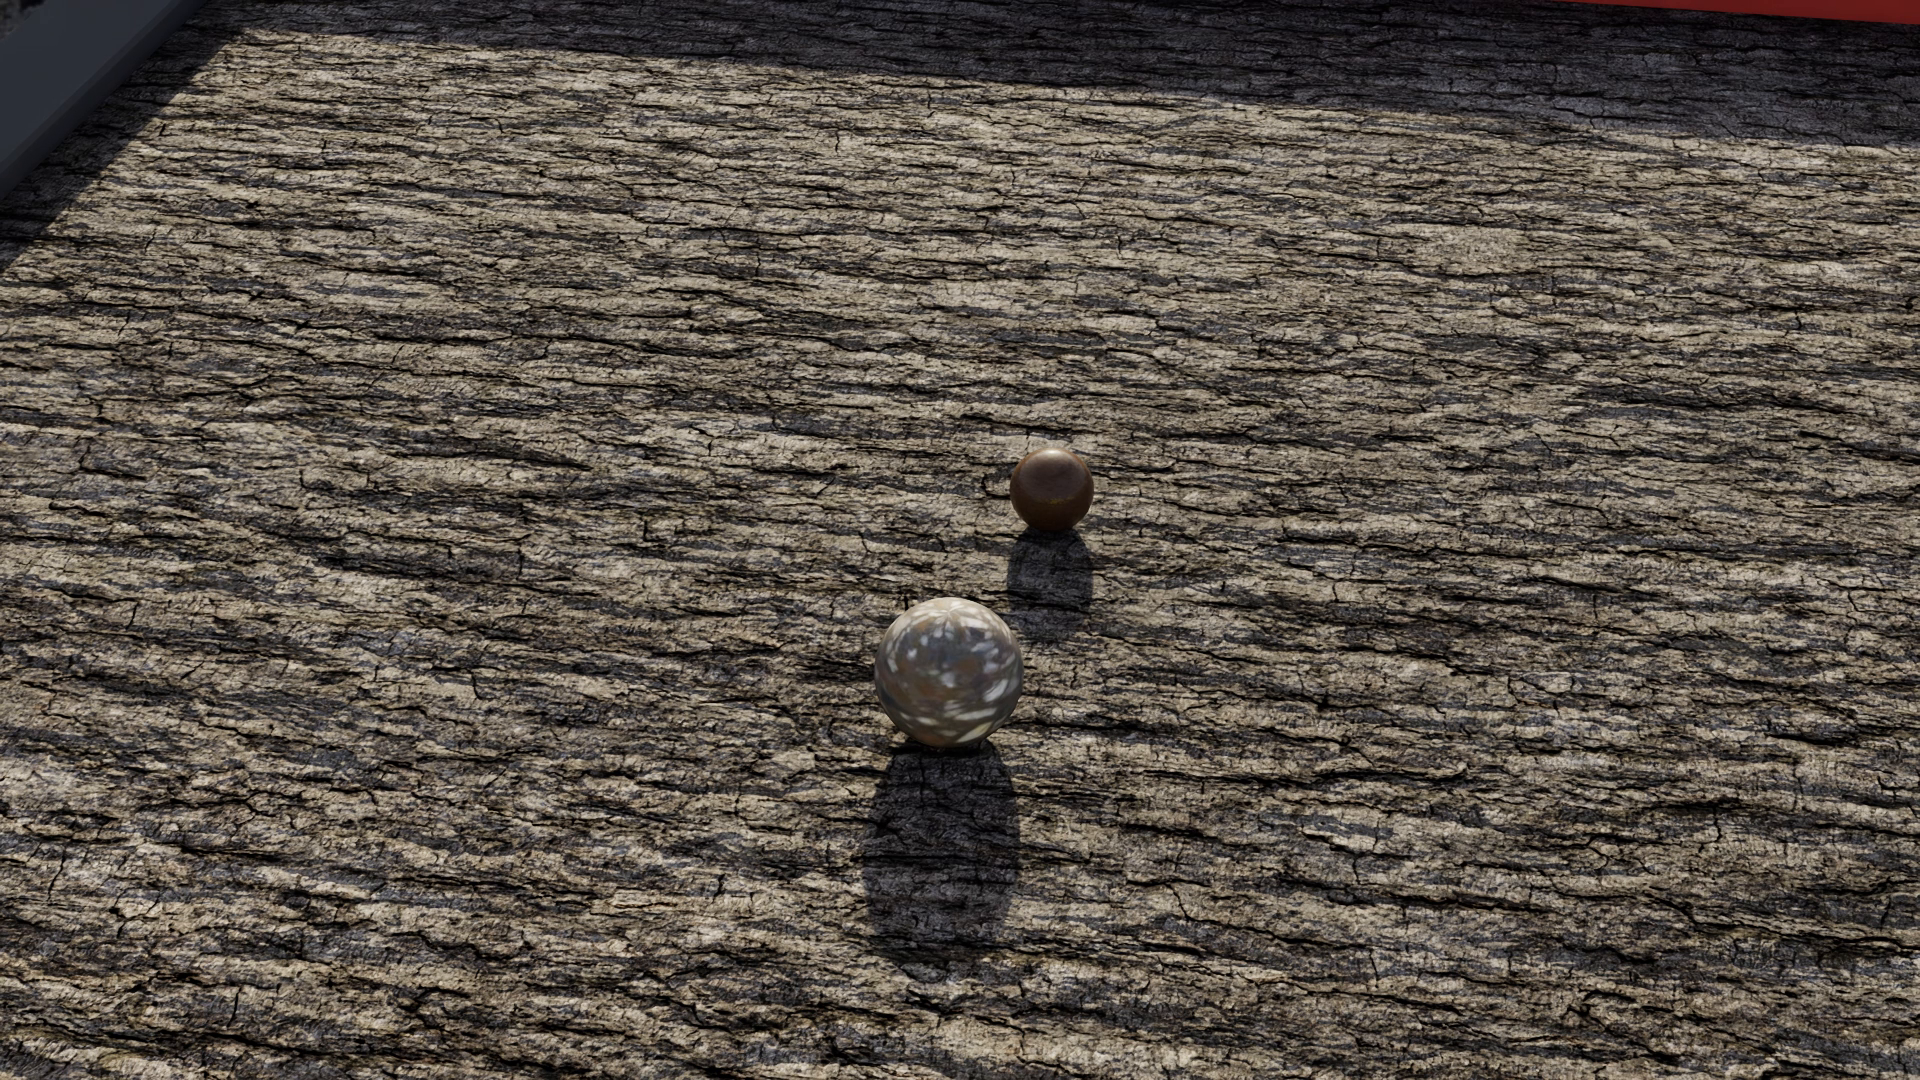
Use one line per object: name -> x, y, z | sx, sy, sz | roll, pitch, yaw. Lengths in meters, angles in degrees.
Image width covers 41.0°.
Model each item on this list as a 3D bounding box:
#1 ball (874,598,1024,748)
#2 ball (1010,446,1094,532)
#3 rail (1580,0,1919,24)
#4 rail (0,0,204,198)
ball -> -0.007, 0.087, 1.676 | 0.099, 0.099, 0.099 | 0, 35, 0
ball -> 0.067, -0.037, 1.885 | 0.063, 0.063, 0.063 | 0, 35, 0
rail -> 1.130, -0.560, 2.574 | 3.832, 0.128, 0.045 | 6, 35, 8
rail -> -0.921, -0.113, 1.935 | 0.045, 0.128, 2.270 | 6, 35, 8
